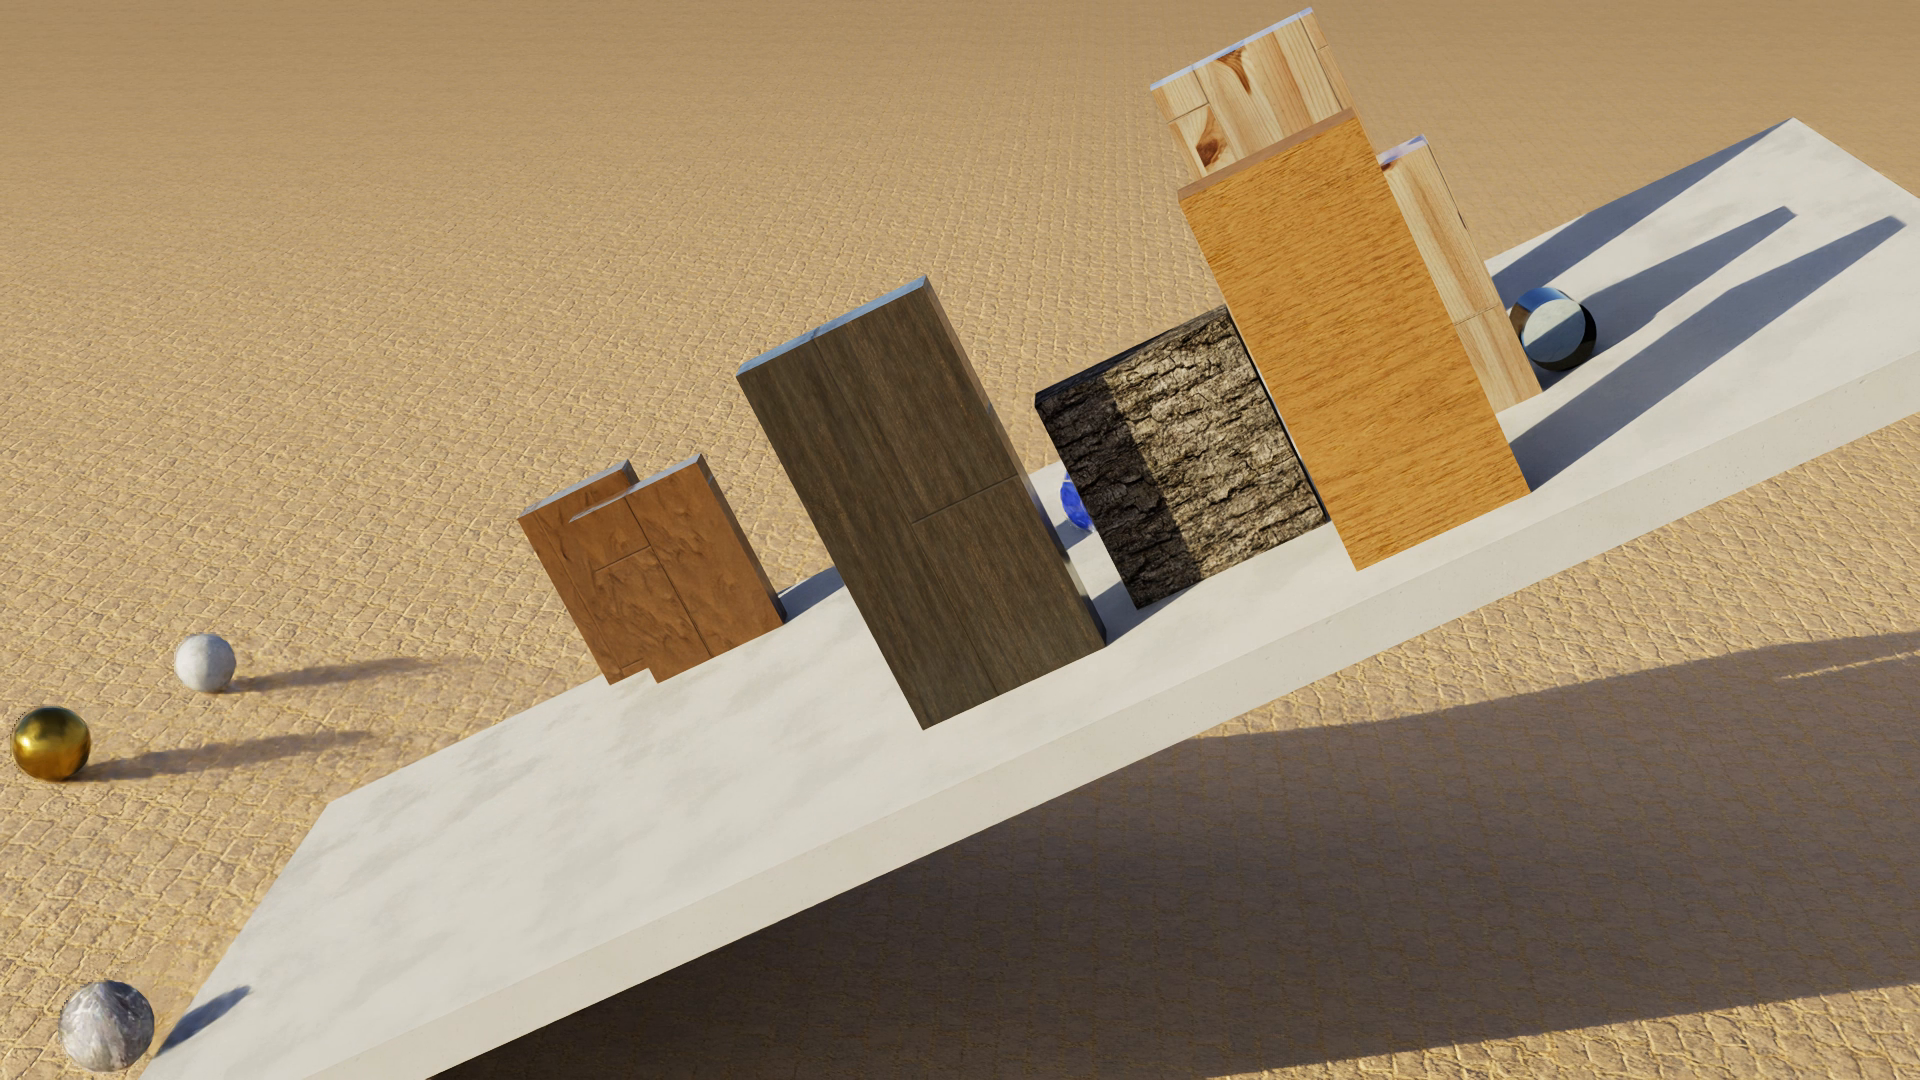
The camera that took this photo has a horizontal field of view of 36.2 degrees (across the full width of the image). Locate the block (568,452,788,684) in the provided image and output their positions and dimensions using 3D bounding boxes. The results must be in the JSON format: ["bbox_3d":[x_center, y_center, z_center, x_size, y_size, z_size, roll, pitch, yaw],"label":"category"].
[{"bbox_3d":[-0.671,0.069,7.027,0.344,0.447,0.088,-25,14,10],"label":"block"}]

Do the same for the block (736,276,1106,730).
[{"bbox_3d":[-0.068,-0.066,5.644,0.396,0.785,0.107,-25,14,10],"label":"block"}]

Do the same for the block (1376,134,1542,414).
[{"bbox_3d":[0.836,-0.455,5.857,0.447,0.551,0.125,-25,14,10],"label":"block"}]

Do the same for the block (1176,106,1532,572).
[{"bbox_3d":[0.709,-0.357,5.292,0.343,0.756,0.119,-25,14,10],"label":"block"}]

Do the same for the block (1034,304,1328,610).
[{"bbox_3d":[0.431,-0.160,5.736,0.409,0.459,0.104,-25,14,10],"label":"block"}]

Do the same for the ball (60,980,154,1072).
[{"bbox_3d":[-1.795,1.024,6.194,0.191,0.191,0.191,0,16,0],"label":"ball"}]

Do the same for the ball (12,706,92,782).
[{"bbox_3d":[-2.452,0.550,7.942,0.205,0.205,0.205,0,16,0],"label":"ball"}]

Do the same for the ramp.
[{"bbox_3d":[0.138,0.168,6.281,4.000,0.100,2.000,-25,14,10],"label":"ramp"}]

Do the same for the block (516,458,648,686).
[{"bbox_3d":[-0.841,0.081,7.245,0.293,0.477,0.094,-25,14,10],"label":"block"}]

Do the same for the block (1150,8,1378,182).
[{"bbox_3d":[0.763,-0.719,6.450,0.383,0.795,0.097,-25,14,10],"label":"block"}]

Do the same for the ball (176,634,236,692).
[{"bbox_3d":[-2.214,0.362,8.634,0.173,0.173,0.173,0,16,0],"label":"ball"}]

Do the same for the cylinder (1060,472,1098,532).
[{"bbox_3d":[0.328,-0.101,6.348,0.163,0.163,0.163,-9,4,-27],"label":"cylinder"}]

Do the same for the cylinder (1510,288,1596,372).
[{"bbox_3d":[1.194,-0.426,5.930,0.147,0.147,0.147,0,14,-2],"label":"cylinder"}]
